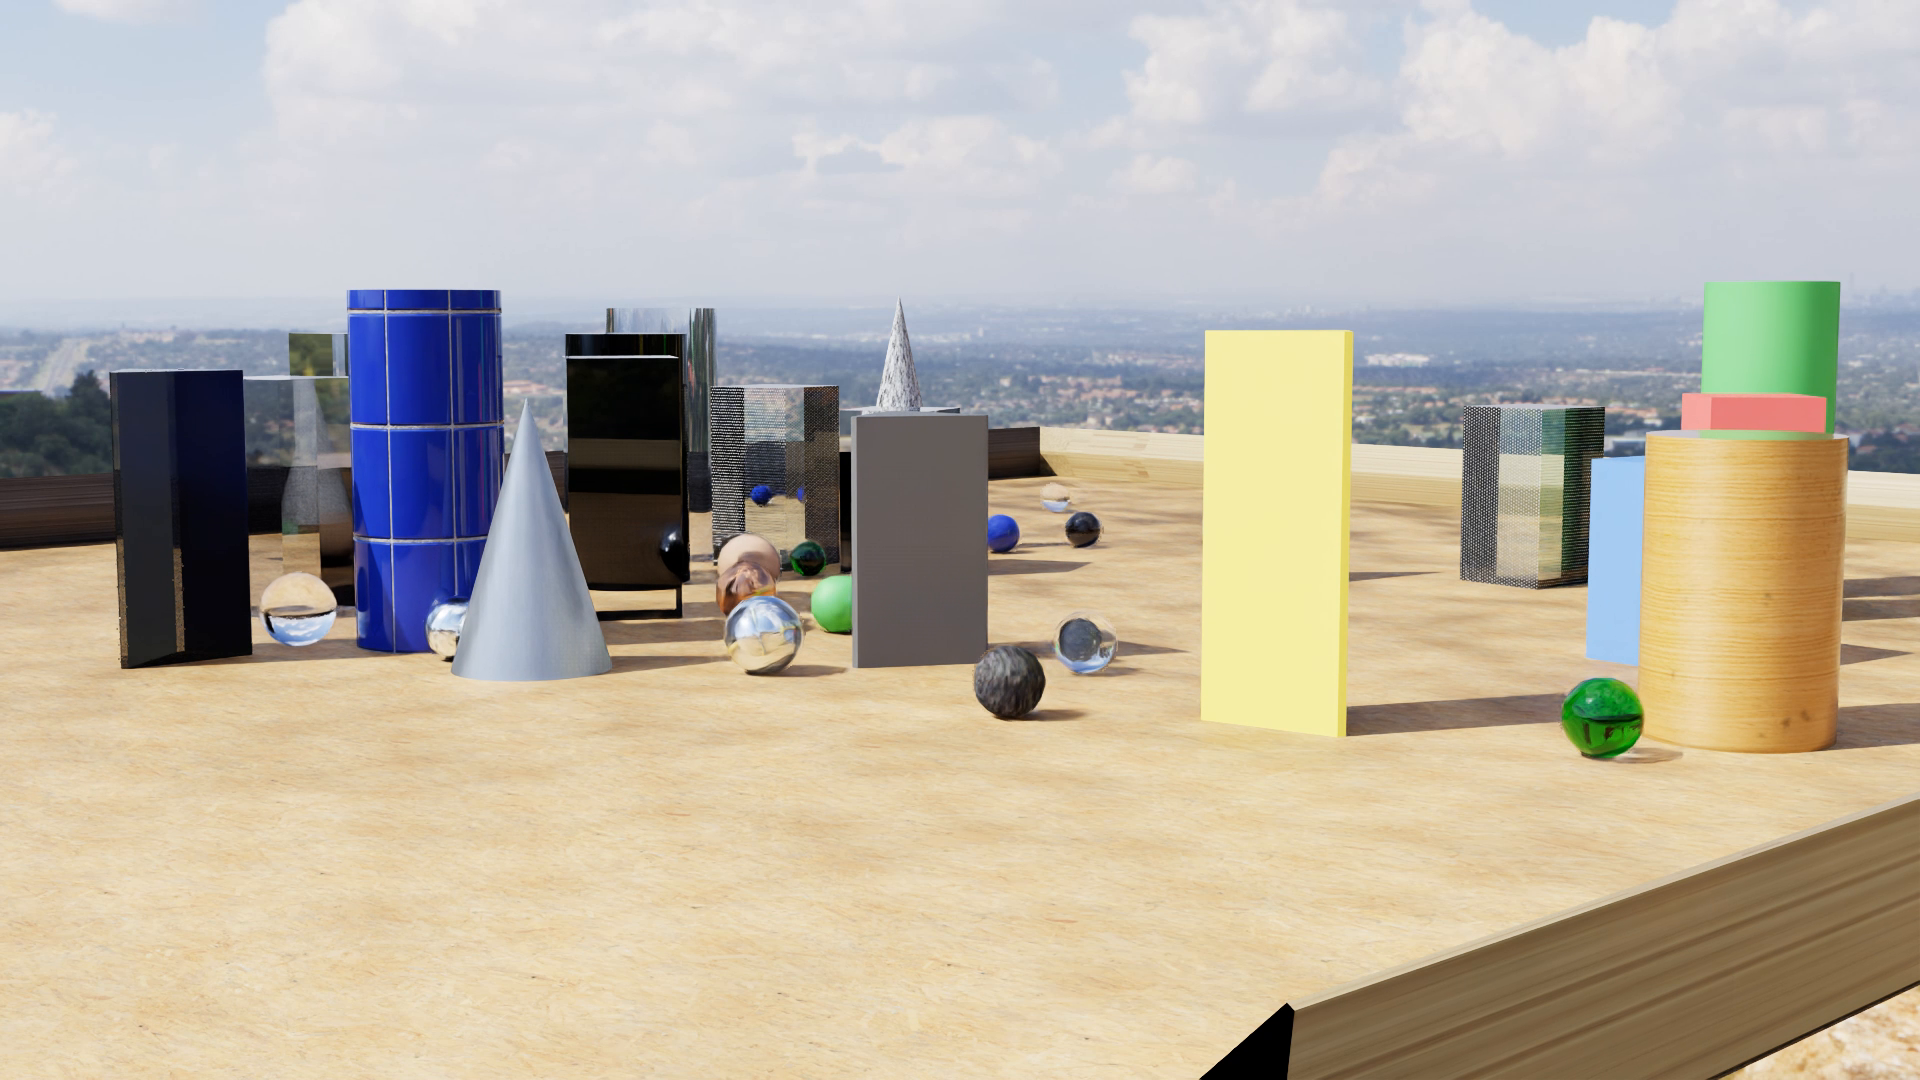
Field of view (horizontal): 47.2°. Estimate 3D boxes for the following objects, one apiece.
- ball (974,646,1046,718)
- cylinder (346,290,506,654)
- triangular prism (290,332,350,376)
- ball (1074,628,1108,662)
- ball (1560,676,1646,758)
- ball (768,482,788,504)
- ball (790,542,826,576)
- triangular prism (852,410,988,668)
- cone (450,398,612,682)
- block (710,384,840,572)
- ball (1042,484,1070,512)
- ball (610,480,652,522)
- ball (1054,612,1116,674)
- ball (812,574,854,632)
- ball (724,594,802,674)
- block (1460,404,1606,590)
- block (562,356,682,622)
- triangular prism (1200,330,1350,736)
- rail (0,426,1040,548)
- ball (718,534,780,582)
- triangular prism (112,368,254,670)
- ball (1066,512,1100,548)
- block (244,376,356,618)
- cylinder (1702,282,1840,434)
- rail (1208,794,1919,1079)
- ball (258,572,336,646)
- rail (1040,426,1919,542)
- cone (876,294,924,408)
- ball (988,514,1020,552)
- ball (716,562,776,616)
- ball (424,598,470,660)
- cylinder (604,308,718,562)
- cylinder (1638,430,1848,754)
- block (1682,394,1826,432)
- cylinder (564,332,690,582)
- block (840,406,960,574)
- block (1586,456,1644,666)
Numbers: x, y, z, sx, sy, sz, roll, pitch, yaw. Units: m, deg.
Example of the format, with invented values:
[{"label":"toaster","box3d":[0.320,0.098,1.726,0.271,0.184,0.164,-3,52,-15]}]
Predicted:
[{"label":"ball","box3d":[0.054,0.156,2.415,0.079,0.079,0.079,0,6,0]},{"label":"cylinder","box3d":[-0.710,-0.096,2.937,0.200,0.472,0.200,0,6,0]},{"label":"triangular prism","box3d":[-1.106,-0.175,4.019,0.173,0.405,0.150,6,8,43]},{"label":"ball","box3d":[0.167,0.134,2.798,0.043,0.043,0.043,0,6,0]},{"label":"ball","box3d":[0.642,0.177,2.198,0.081,0.081,0.081,0,6,0]},{"label":"ball","box3d":[-0.423,-0.110,5.106,0.050,0.050,0.050,0,6,0]},{"label":"ball","box3d":[-0.255,0.032,3.700,0.060,0.060,0.060,0,6,0]},{"label":"triangular prism","box3d":[-0.066,-0.006,2.829,0.173,0.314,0.150,-1,6,-14]},{"label":"cone","box3d":[-0.535,-0.009,2.733,0.200,0.340,0.200,0,6,0]},{"label":"block","box3d":[-0.323,-0.113,3.863,0.160,0.314,0.160,4,7,32]},{"label":"ball","box3d":[0.211,-0.093,4.883,0.063,0.063,0.063,0,6,0]},{"label":"ball","box3d":[-0.699,-0.085,4.676,0.089,0.089,0.089,0,6,0]},{"label":"ball","box3d":[0.153,0.126,2.710,0.077,0.077,0.077,0,6,0]},{"label":"ball","box3d":[-0.167,0.088,3.054,0.080,0.080,0.080,0,6,0]},{"label":"ball","box3d":[-0.242,0.116,2.708,0.097,0.097,0.097,0,6,0]},{"label":"block","box3d":[0.942,-0.076,3.622,0.160,0.289,0.160,-4,7,-37]},{"label":"block","box3d":[-0.498,-0.080,3.234,0.160,0.378,0.160,-1,6,-12]},{"label":"triangular prism","box3d":[0.377,-0.015,2.396,0.173,0.423,0.150,5,7,37]},{"label":"rail","box3d":[-1.219,-0.103,4.646,3.955,0.130,0.045,-5,8,-42]},{"label":"ball","box3d":[-0.330,0.040,3.438,0.098,0.098,0.098,0,6,0]},{"label":"triangular prism","box3d":[-1.035,-0.034,2.838,0.150,0.370,0.173,6,8,45]},{"label":"ball","box3d":[0.232,-0.020,4.156,0.067,0.067,0.067,0,6,0]},{"label":"block","box3d":[-1.008,-0.068,3.269,0.160,0.347,0.160,3,7,28]},{"label":"cylinder","box3d":[1.270,-0.160,3.464,0.200,0.490,0.200,0,6,0]},{"label":"rail","box3d":[1.219,0.171,2.018,3.955,0.130,0.045,-5,8,-42]},{"label":"ball","box3d":[-0.882,0.092,2.927,0.099,0.099,0.099,0,6,0]},{"label":"rail","box3d":[1.436,-0.103,4.650,0.045,0.130,3.643,-5,8,-42]},{"label":"cone","box3d":[-0.112,-0.219,4.091,0.200,0.477,0.200,0,6,0]},{"label":"ball","box3d":[0.076,-0.012,4.064,0.071,0.071,0.071,0,6,0]},{"label":"ball","box3d":[-0.308,0.075,3.153,0.086,0.086,0.086,0,6,0]},{"label":"ball","box3d":[-0.645,0.114,2.815,0.080,0.080,0.080,0,6,0]},{"label":"cylinder","box3d":[-0.536,-0.192,3.967,0.200,0.450,0.200,0,6,0]},{"label":"cylinder","box3d":[0.817,0.048,2.301,0.200,0.317,0.200,0,6,0]},{"label":"block","box3d":[1.154,-0.050,3.220,0.160,0.322,0.160,0,6,4]},{"label":"cylinder","box3d":[-0.549,-0.137,3.634,0.200,0.408,0.200,0,6,0]},{"label":"block","box3d":[-0.102,-0.086,3.770,0.160,0.278,0.160,2,6,19]},{"label":"block","box3d":[0.918,0.026,2.803,0.160,0.257,0.160,-4,7,-36]}]
